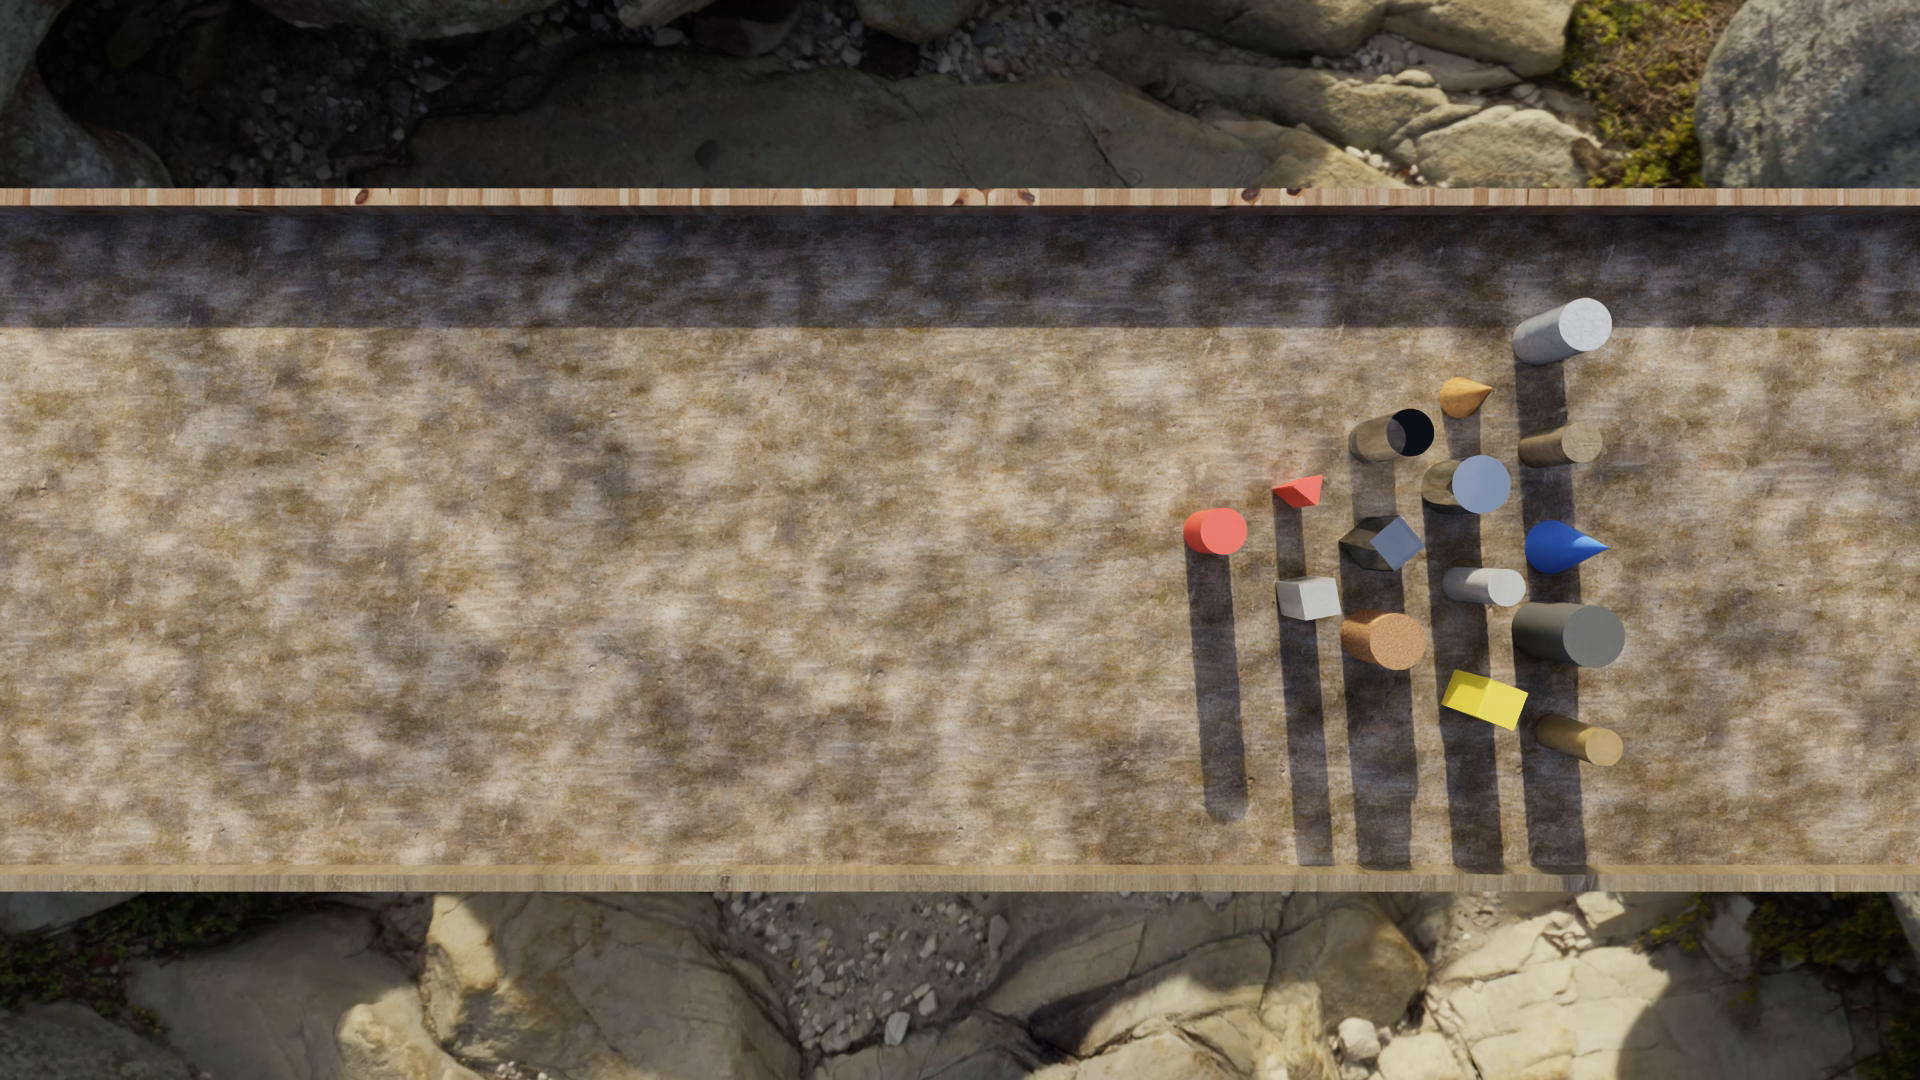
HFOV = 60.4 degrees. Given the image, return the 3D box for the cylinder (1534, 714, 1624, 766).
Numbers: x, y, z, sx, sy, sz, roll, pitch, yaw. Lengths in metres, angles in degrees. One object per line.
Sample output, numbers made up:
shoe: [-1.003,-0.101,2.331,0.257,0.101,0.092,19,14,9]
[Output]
cylinder: [1.820,0.588,4.868,0.107,0.418,0.107,0,90,0]

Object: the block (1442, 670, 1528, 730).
block: [1.555,0.472,4.905,0.116,0.343,0.116,21,90,0]

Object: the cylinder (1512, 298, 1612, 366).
cylinder: [1.776,-0.612,4.879,0.151,0.394,0.151,0,90,0]

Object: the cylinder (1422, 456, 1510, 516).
cylinder: [1.504,-0.160,4.916,0.170,0.320,0.170,0,90,0]

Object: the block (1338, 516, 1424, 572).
block: [1.244,0.010,4.883,0.114,0.387,0.114,-40,90,0]

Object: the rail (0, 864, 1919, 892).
rail: [-2.247,1.025,5.001,12.000,0.150,0.050,0,90,0]

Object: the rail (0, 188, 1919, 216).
rail: [-2.247,-1.025,5.002,12.000,0.150,0.050,0,90,0]

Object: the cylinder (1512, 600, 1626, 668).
cylinder: [1.785,0.273,4.860,0.176,0.433,0.176,0,90,0]

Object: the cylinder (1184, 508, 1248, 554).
cylinder: [0.755,-0.025,4.897,0.134,0.359,0.134,0,90,0]

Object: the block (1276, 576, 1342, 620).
block: [1.031,0.170,4.898,0.105,0.357,0.105,-11,90,0]

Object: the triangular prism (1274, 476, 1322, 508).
triangular prism: [1.018,-0.157,4.911,0.088,0.331,0.076,39,90,0]

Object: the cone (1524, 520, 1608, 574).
cone: [1.820,0.021,4.848,0.166,0.457,0.166,0,90,0]

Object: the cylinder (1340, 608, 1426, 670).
cylinder: [1.251,0.291,4.895,0.161,0.363,0.161,0,90,0]

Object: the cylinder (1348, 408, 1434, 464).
cylinder: [1.261,-0.301,4.848,0.135,0.457,0.135,0,90,0]

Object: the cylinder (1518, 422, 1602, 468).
cylinder: [1.775,-0.279,4.892,0.117,0.369,0.117,0,90,0]

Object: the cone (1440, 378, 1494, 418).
cone: [1.540,-0.438,4.918,0.128,0.316,0.128,0,90,0]

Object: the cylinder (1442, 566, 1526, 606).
cylinder: [1.537,0.134,4.856,0.106,0.441,0.106,0,90,0]
